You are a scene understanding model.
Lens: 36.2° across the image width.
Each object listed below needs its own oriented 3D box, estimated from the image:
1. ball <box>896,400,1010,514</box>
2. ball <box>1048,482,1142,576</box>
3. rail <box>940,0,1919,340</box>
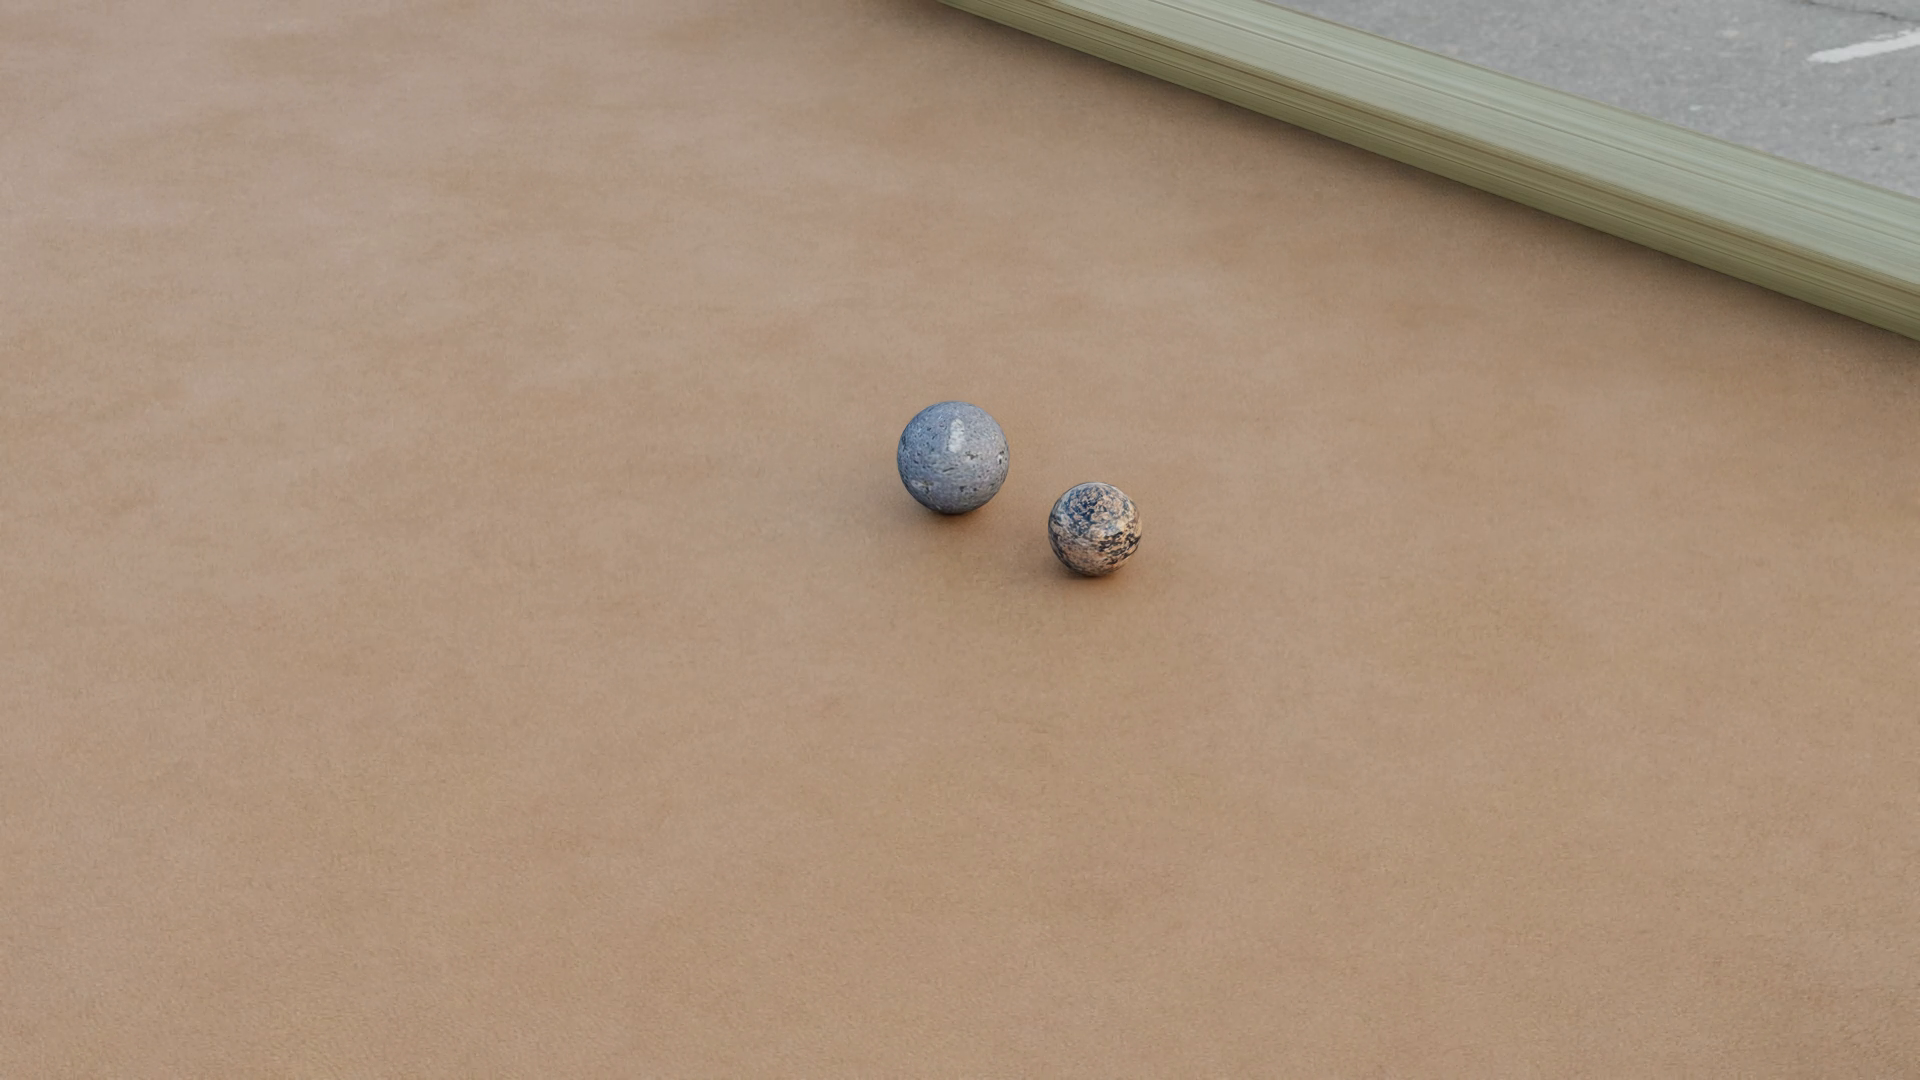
[{"bbox_3d":[-0.005,-0.064,2.279,0.088,0.088,0.088,0,25,0],"label":"ball"},{"bbox_3d":[0.100,-0.008,2.180,0.070,0.070,0.070,0,25,0],"label":"ball"},{"bbox_3d":[0.199,-0.594,3.376,0.045,0.126,3.908,-17,30,-33],"label":"rail"}]
